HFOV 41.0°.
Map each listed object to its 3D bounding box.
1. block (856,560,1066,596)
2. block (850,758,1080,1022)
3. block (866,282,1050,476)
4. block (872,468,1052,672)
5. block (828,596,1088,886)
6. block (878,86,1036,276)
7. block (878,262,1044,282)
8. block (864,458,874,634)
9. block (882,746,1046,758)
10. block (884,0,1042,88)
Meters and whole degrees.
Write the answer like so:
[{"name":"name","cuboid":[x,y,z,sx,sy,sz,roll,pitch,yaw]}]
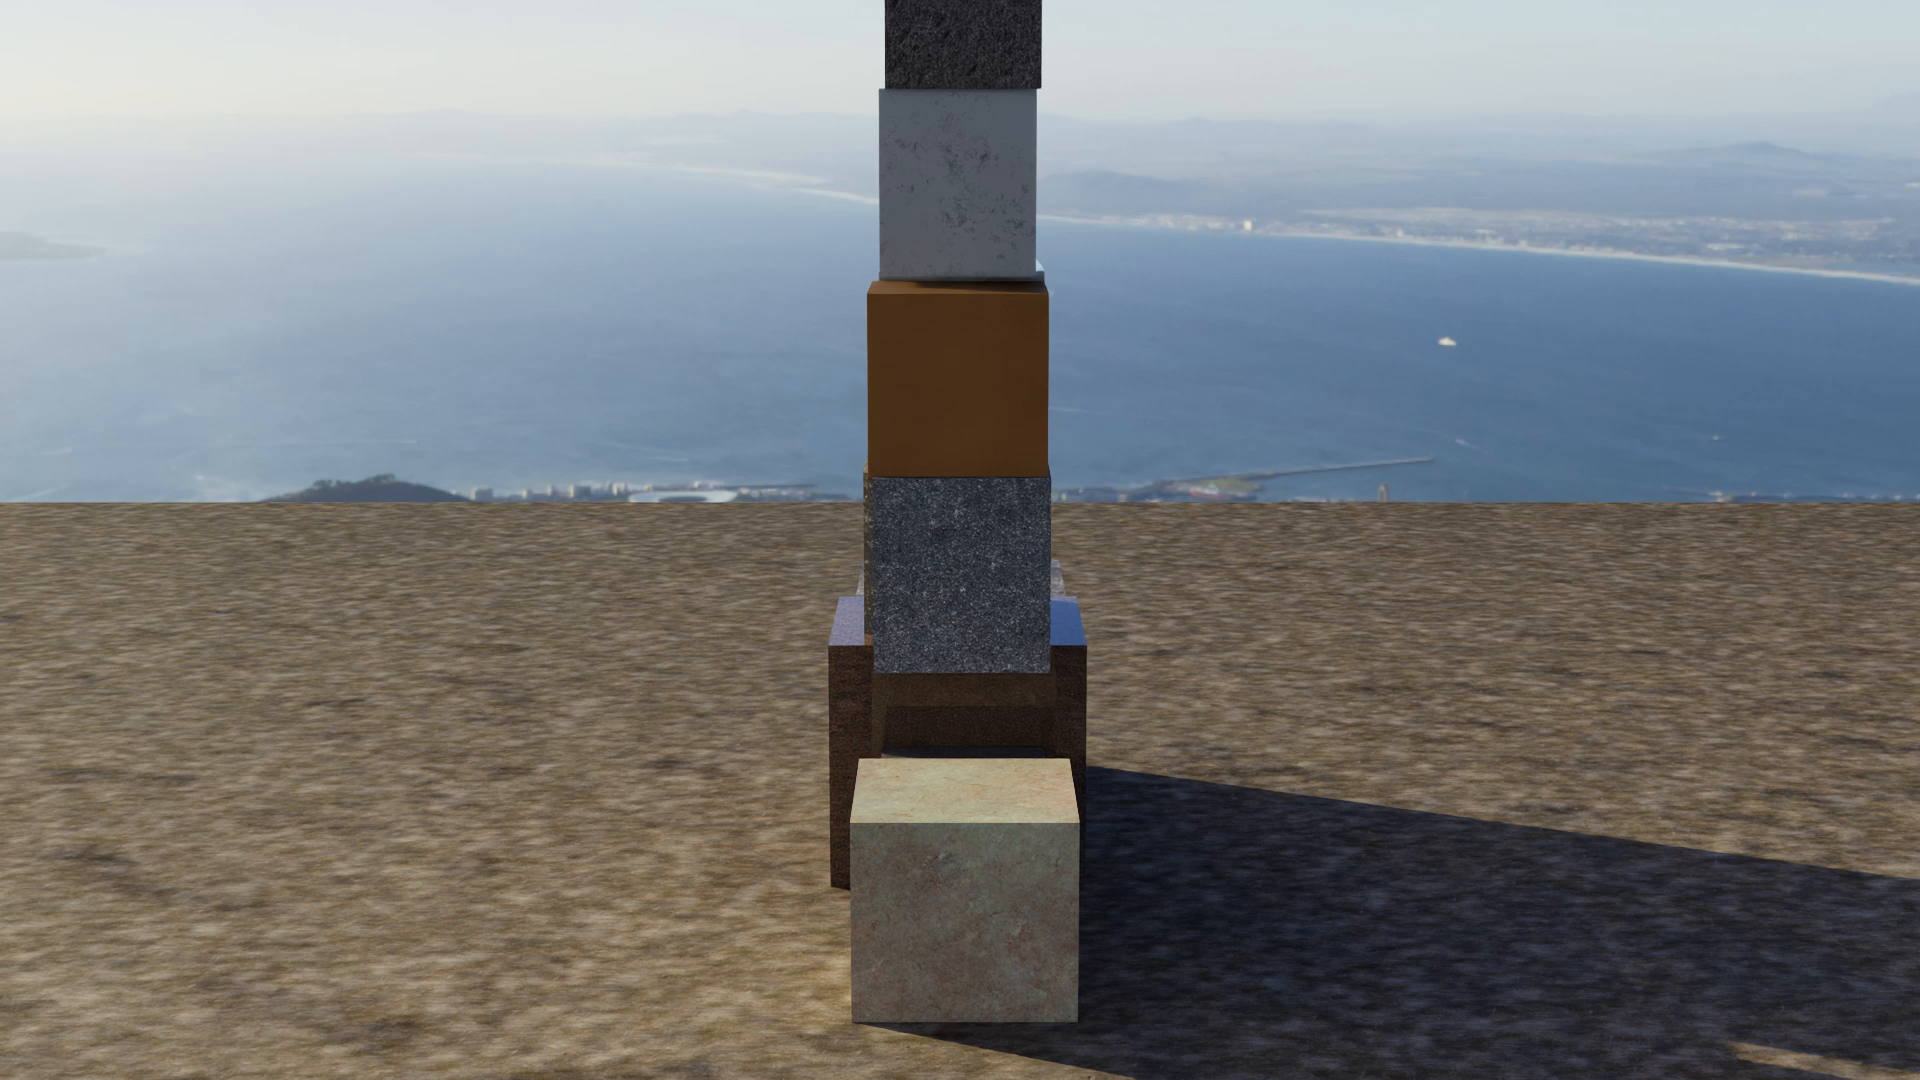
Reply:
[{"name":"block","cuboid":[0.004,0.715,12.674,0.998,1.058,1.034,0,10,0]},{"name":"block","cuboid":[0.018,1.346,9.993,0.850,0.776,0.899,0,10,0]},{"name":"block","cuboid":[-0.008,-0.679,10.666,0.730,0.742,0.638,0,10,0]},{"name":"block","cuboid":[0.008,0.081,10.813,0.723,0.807,0.747,0,10,0]},{"name":"block","cuboid":[-0.010,0.891,11.639,1.113,1.082,1.047,0,10,0]},{"name":"block","cuboid":[-0.009,-1.536,10.917,0.650,0.770,0.647,0,11,0]},{"name":"block","cuboid":[0.007,-0.819,11.372,0.706,0.782,0.760,0,9,0]},{"name":"block","cuboid":[-0.014,-0.008,11.564,0.812,0.714,0.741,0,10,0]},{"name":"block","cuboid":[0.014,1.270,10.805,0.698,0.634,0.708,0,10,0]},{"name":"block","cuboid":[0.013,-2.299,10.768,0.640,0.784,0.713,0,11,0]}]
